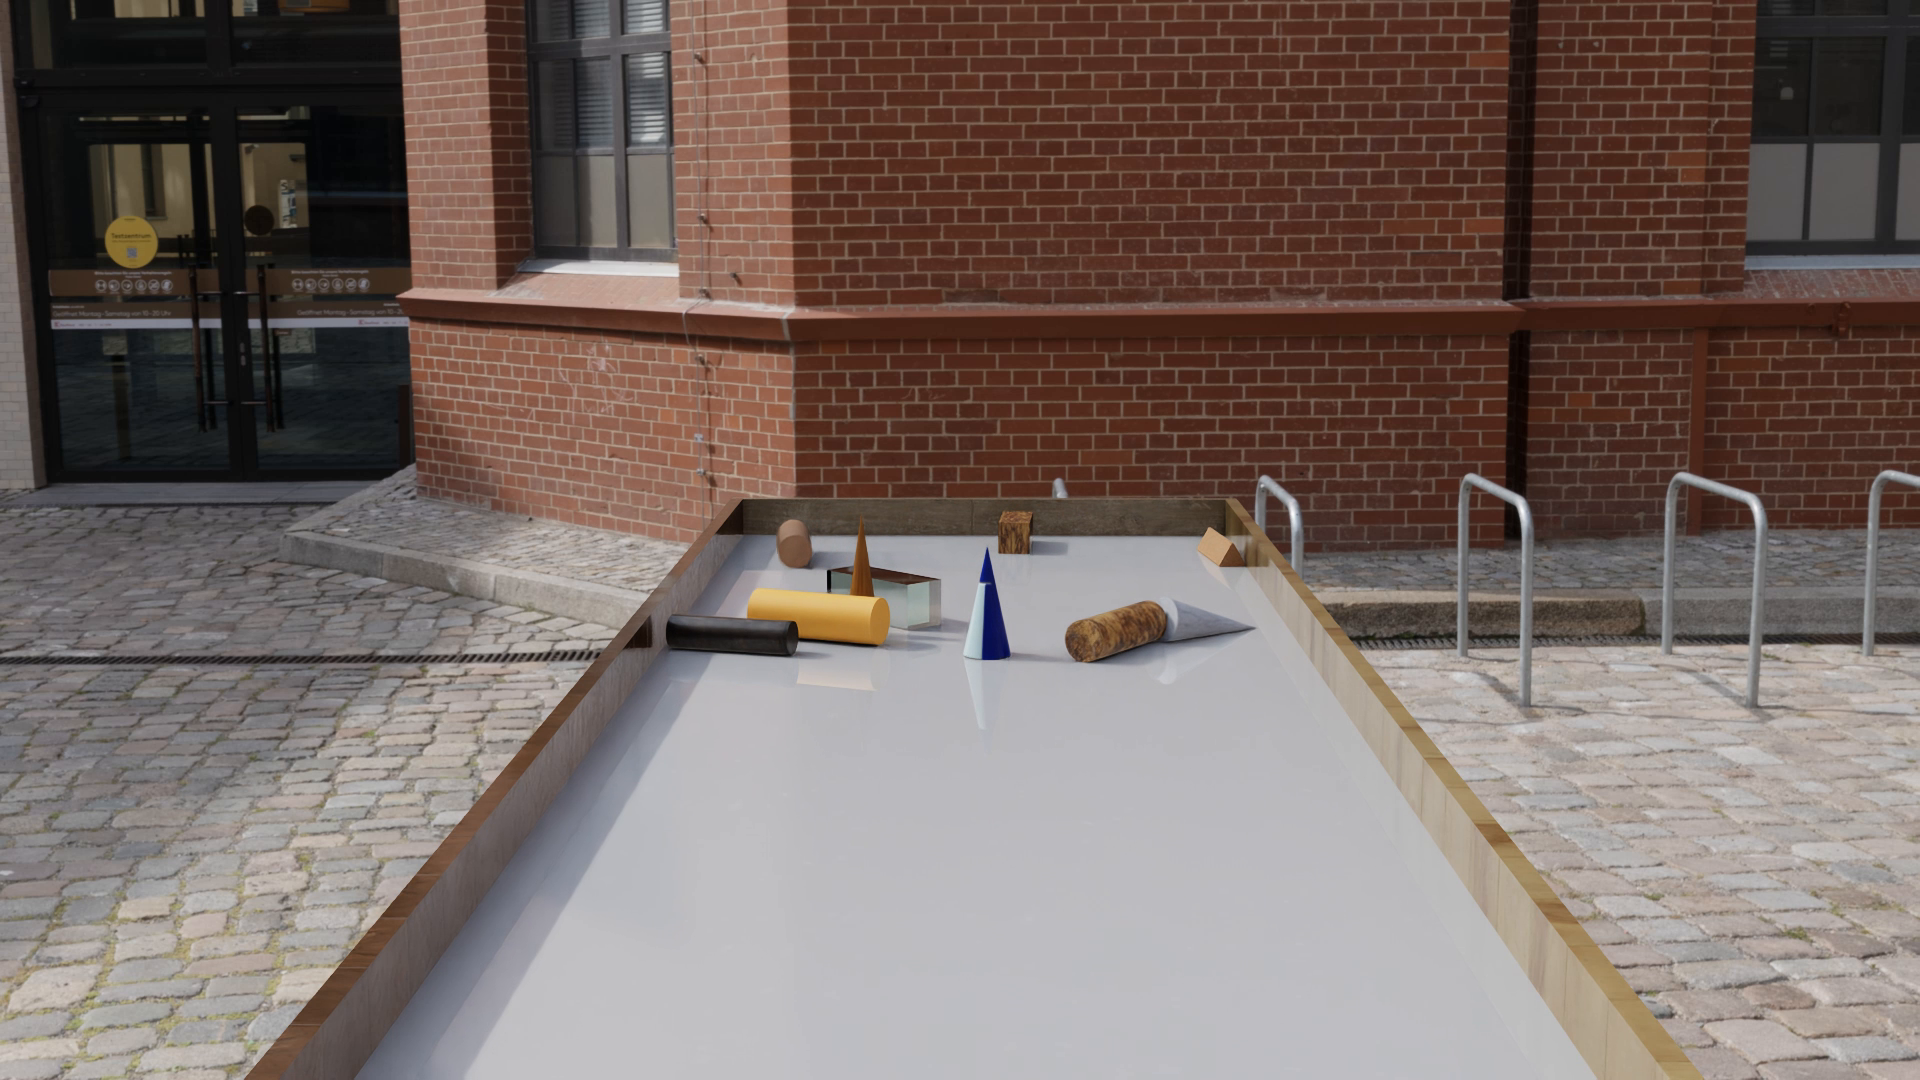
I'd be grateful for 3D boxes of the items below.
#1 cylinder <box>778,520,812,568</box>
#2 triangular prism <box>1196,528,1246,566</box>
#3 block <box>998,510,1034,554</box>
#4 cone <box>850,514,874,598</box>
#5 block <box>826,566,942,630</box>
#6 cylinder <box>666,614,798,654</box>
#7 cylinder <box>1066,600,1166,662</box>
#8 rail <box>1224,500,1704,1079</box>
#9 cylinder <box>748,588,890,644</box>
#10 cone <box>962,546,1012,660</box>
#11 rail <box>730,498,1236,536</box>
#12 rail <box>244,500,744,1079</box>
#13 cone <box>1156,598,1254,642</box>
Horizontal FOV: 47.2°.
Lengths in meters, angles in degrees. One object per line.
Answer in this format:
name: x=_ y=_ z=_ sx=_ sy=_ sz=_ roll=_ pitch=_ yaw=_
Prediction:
cylinder: x=-0.641 y=0.013 z=8.520 sx=0.128 sy=0.128 sz=0.397 roll=-1 pitch=9 yaw=-5
triangular prism: x=1.015 y=0.024 z=8.560 sx=0.102 sy=0.088 sz=0.404 roll=-1 pitch=9 yaw=-6
block: x=0.225 y=-0.032 z=8.820 sx=0.123 sy=0.123 sz=0.326 roll=1 pitch=9 yaw=4
cone: x=-0.315 y=0.108 z=7.057 sx=0.116 sy=0.398 sz=0.116 roll=0 pitch=9 yaw=0
block: x=-0.255 y=0.190 z=7.329 sx=0.151 sy=0.151 sz=0.398 roll=-9 pitch=13 yaw=-44
cylinder: x=-0.708 y=0.293 z=6.827 sx=0.400 sy=0.105 sz=0.105 roll=3 pitch=9 yaw=16
cylinder: x=0.487 y=0.281 z=6.822 sx=0.129 sy=0.129 sz=0.401 roll=6 pitch=11 yaw=34
rail: x=1.046 y=0.843 z=3.208 sx=0.050 sy=0.150 sz=12.000 roll=0 pitch=9 yaw=1
cylinder: x=-0.451 y=0.243 z=7.003 sx=0.434 sy=0.149 sz=0.149 roll=4 pitch=10 yaw=23
cone: x=0.083 y=0.185 z=6.745 sx=0.150 sy=0.342 sz=0.150 roll=0 pitch=9 yaw=0
rail: x=0.099 y=-0.098 z=9.147 sx=2.100 sy=0.150 sz=0.050 roll=0 pitch=9 yaw=1
rail: x=-1.004 y=0.839 z=3.234 sx=0.050 sy=0.150 sz=12.000 roll=0 pitch=9 yaw=1
cone: x=0.810 y=0.270 z=7.079 sx=0.400 sy=0.143 sz=0.143 roll=6 pitch=4 yaw=-34
